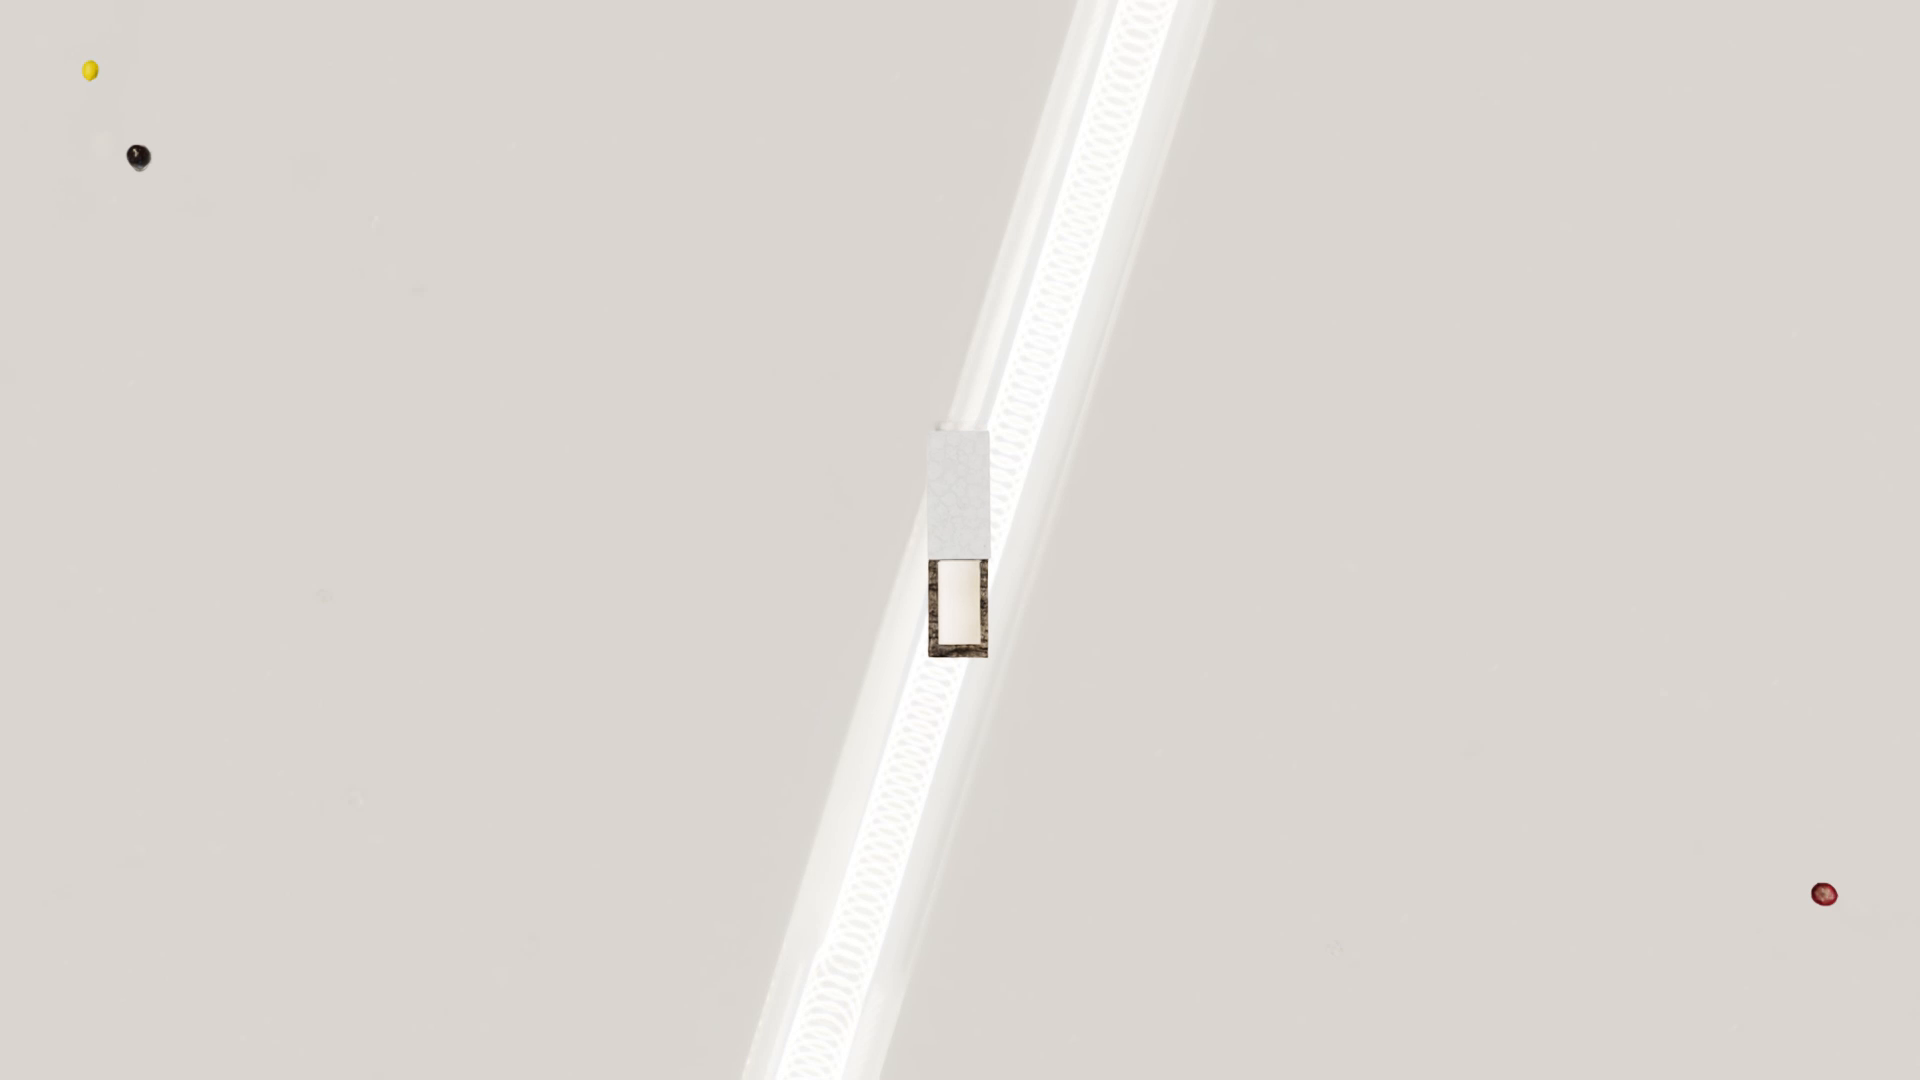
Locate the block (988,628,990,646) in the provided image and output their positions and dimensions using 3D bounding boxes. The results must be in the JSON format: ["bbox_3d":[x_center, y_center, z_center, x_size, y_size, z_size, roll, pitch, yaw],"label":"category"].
[{"bbox_3d":[-0.001,0.283,5.047,0.175,0.490,0.049,0,90,0],"label":"block"}]

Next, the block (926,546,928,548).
[{"bbox_3d":[-0.003,-0.001,4.583,0.170,0.339,0.048,2,90,0],"label":"block"}]

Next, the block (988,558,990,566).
[{"bbox_3d":[-0.002,0.050,4.977,0.175,0.349,0.049,0,90,0],"label":"block"}]

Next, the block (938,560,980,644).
[{"bbox_3d":[-0.003,0.170,4.511,0.113,0.032,0.226,0,90,0],"label":"block"}]

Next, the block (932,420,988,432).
[{"bbox_3d":[0.000,-0.182,4.799,0.164,0.047,0.329,0,90,0],"label":"block"}]

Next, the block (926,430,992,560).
[{"bbox_3d":[-0.004,-0.119,4.389,0.170,0.048,0.339,-1,90,0],"label":"block"}]

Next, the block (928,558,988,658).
[{"bbox_3d":[-0.005,0.165,4.778,0.175,0.049,0.349,0,90,0],"label":"block"}]
